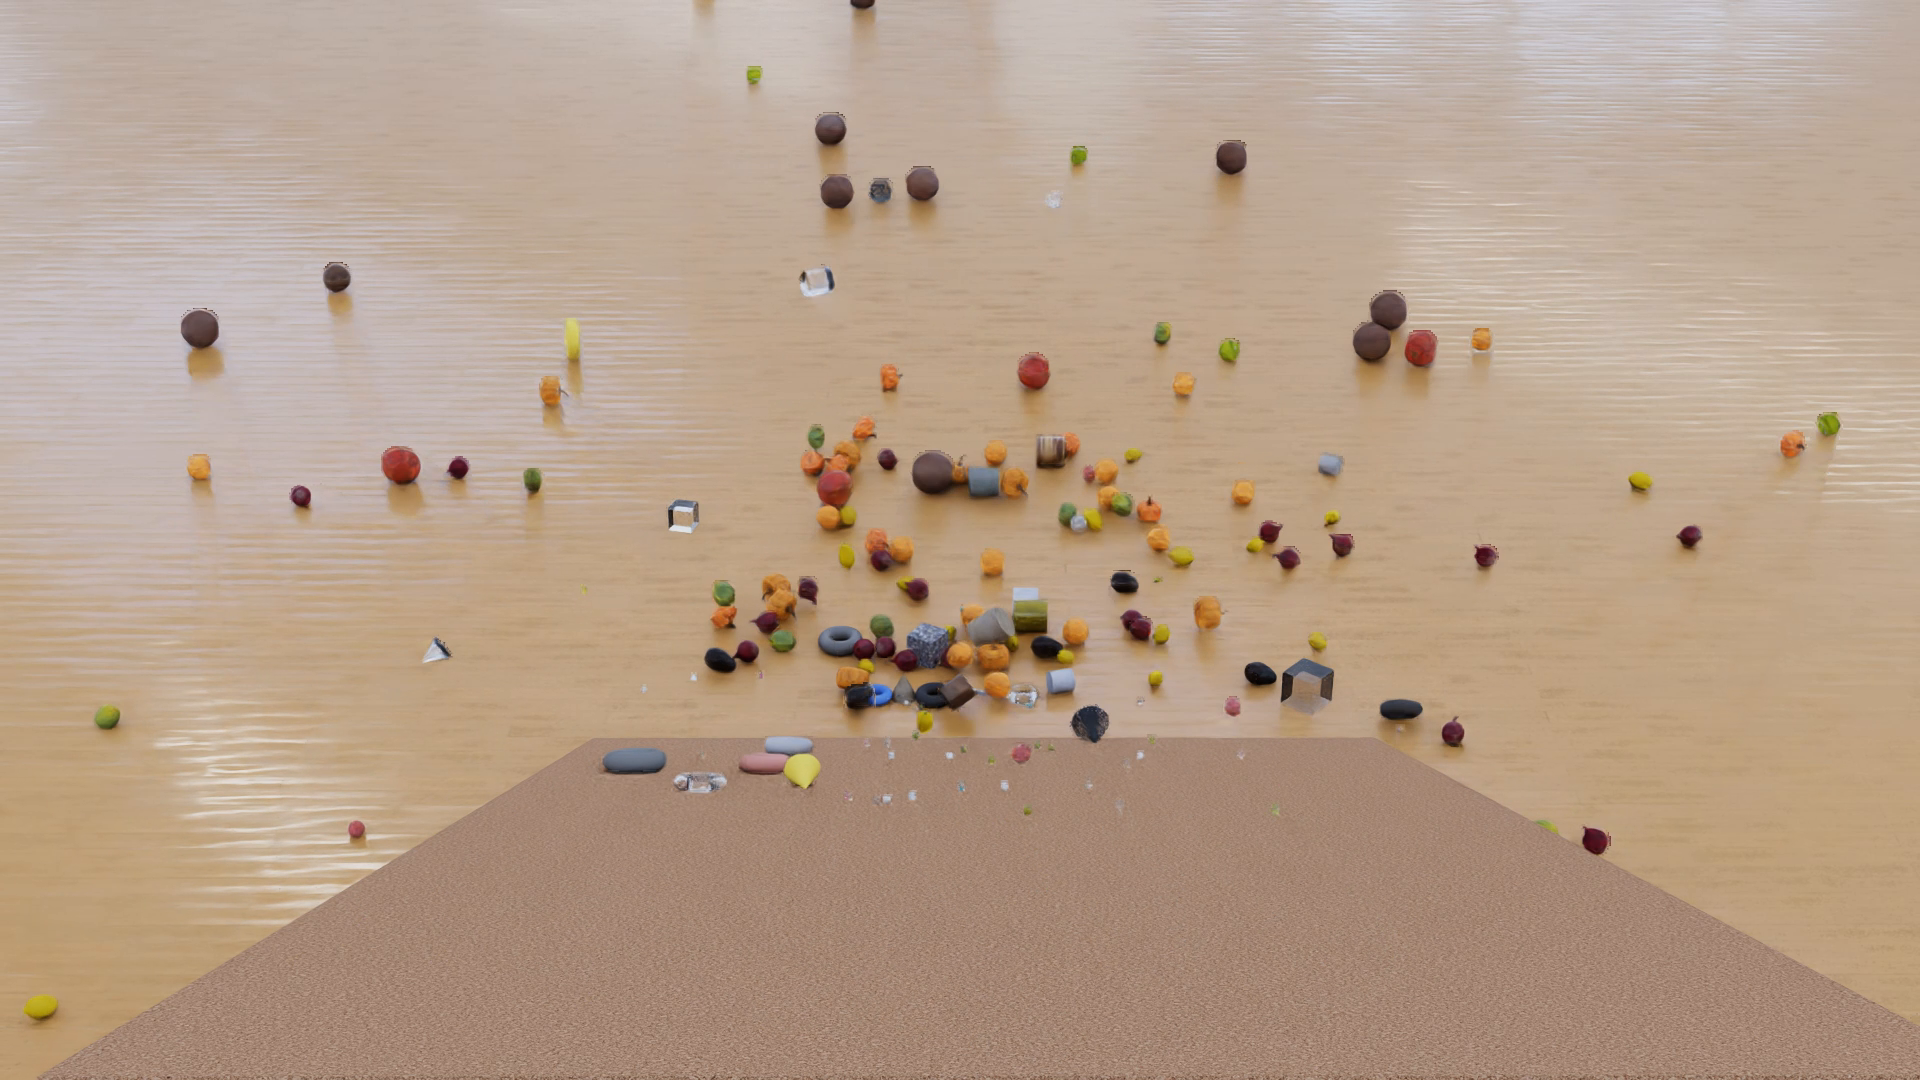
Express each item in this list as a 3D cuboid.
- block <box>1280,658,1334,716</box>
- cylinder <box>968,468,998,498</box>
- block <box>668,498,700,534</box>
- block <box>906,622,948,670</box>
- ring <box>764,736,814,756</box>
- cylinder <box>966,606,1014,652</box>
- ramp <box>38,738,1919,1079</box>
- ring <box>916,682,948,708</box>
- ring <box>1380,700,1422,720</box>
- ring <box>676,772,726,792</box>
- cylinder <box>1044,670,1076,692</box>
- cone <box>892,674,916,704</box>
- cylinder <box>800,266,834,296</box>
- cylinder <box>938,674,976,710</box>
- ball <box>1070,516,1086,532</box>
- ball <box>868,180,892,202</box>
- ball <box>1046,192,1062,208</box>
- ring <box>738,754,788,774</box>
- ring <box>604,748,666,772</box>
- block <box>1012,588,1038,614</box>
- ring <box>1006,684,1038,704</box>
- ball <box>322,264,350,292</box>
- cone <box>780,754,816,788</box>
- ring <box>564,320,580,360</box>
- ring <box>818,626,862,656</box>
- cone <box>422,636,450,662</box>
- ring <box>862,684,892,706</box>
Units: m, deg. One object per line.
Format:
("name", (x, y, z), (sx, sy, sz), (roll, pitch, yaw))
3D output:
("block", (0.929, 0.392, 6.910), (0.098, 0.098, 0.098), (23, 36, 35))
("cylinder", (0.072, -0.178, 7.970), (0.090, 0.090, 0.090), (-2, 29, -4))
("block", (-0.834, -0.073, 7.796), (0.071, 0.071, 0.071), (7, 29, 13))
("block", (-0.088, 0.291, 7.112), (0.083, 0.083, 0.083), (17, 33, 28))
("ring", (-0.407, 0.491, 6.166), (0.117, 0.039, 0.117), (1, 0, 0))
("cylinder", (0.084, 0.247, 7.144), (0.093, 0.093, 0.093), (-32, 22, 20))
("ramp", (0.064, 0.574, 4.618), (2.000, 0.100, 4.000), (0, 1, 0))
("ring", (-0.070, 0.416, 6.934), (0.101, 0.034, 0.101), (-1, 29, 1))
("ring", (1.165, 0.447, 6.820), (0.110, 0.037, 0.110), (1, -16, 0))
("ring", (-0.538, 0.501, 5.353), (0.106, 0.035, 0.106), (1, -1, 0))
("cylinder", (0.272, 0.381, 6.968), (0.063, 0.063, 0.063), (2, 25, -27))
("cone", (-0.151, 0.390, 6.939), (0.074, 0.074, 0.074), (0, 28, 0))
("cylinder", (-0.519, -0.935, 9.358), (0.094, 0.094, 0.094), (-13, 31, -25))
("cylinder", (-0.007, 0.404, 6.869), (0.071, 0.071, 0.071), (-36, 37, -6))
("ball", (0.356, -0.048, 7.772), (0.051, 0.051, 0.051), (0, 28, 0))
("ball", (-0.314, -1.374, 10.176), (0.090, 0.090, 0.090), (0, 28, 0))
("ball", (0.370, -1.331, 10.131), (0.058, 0.058, 0.058), (0, 28, 0))
("ring", (-0.434, 0.495, 5.733), (0.116, 0.039, 0.116), (1, 0, 0))
("ring", (-0.726, 0.492, 5.762), (0.140, 0.047, 0.140), (-1, 1, 0))
("block", (0.186, 0.183, 7.324), (0.071, 0.071, 0.071), (1, 28, 2))
("ring", (0.169, 0.414, 6.943), (0.087, 0.029, 0.087), (0, 27, 0))
("ball", (-2.263, -0.950, 9.385), (0.100, 0.100, 0.100), (0, 28, 0))
("cone", (-0.326, 0.500, 5.409), (0.077, 0.077, 0.077), (-12, 53, -20))
("ring", (-1.328, -0.686, 8.857), (0.046, 0.137, 0.137), (-5, 29, -10))
("ring", (-0.332, 0.280, 7.177), (0.126, 0.042, 0.126), (-1, 29, 0))
("cone", (-1.453, 0.315, 7.120), (0.072, 0.072, 0.072), (-38, 39, -10))
("ring", (-0.223, 0.416, 6.939), (0.084, 0.028, 0.084), (-1, 29, 0))
